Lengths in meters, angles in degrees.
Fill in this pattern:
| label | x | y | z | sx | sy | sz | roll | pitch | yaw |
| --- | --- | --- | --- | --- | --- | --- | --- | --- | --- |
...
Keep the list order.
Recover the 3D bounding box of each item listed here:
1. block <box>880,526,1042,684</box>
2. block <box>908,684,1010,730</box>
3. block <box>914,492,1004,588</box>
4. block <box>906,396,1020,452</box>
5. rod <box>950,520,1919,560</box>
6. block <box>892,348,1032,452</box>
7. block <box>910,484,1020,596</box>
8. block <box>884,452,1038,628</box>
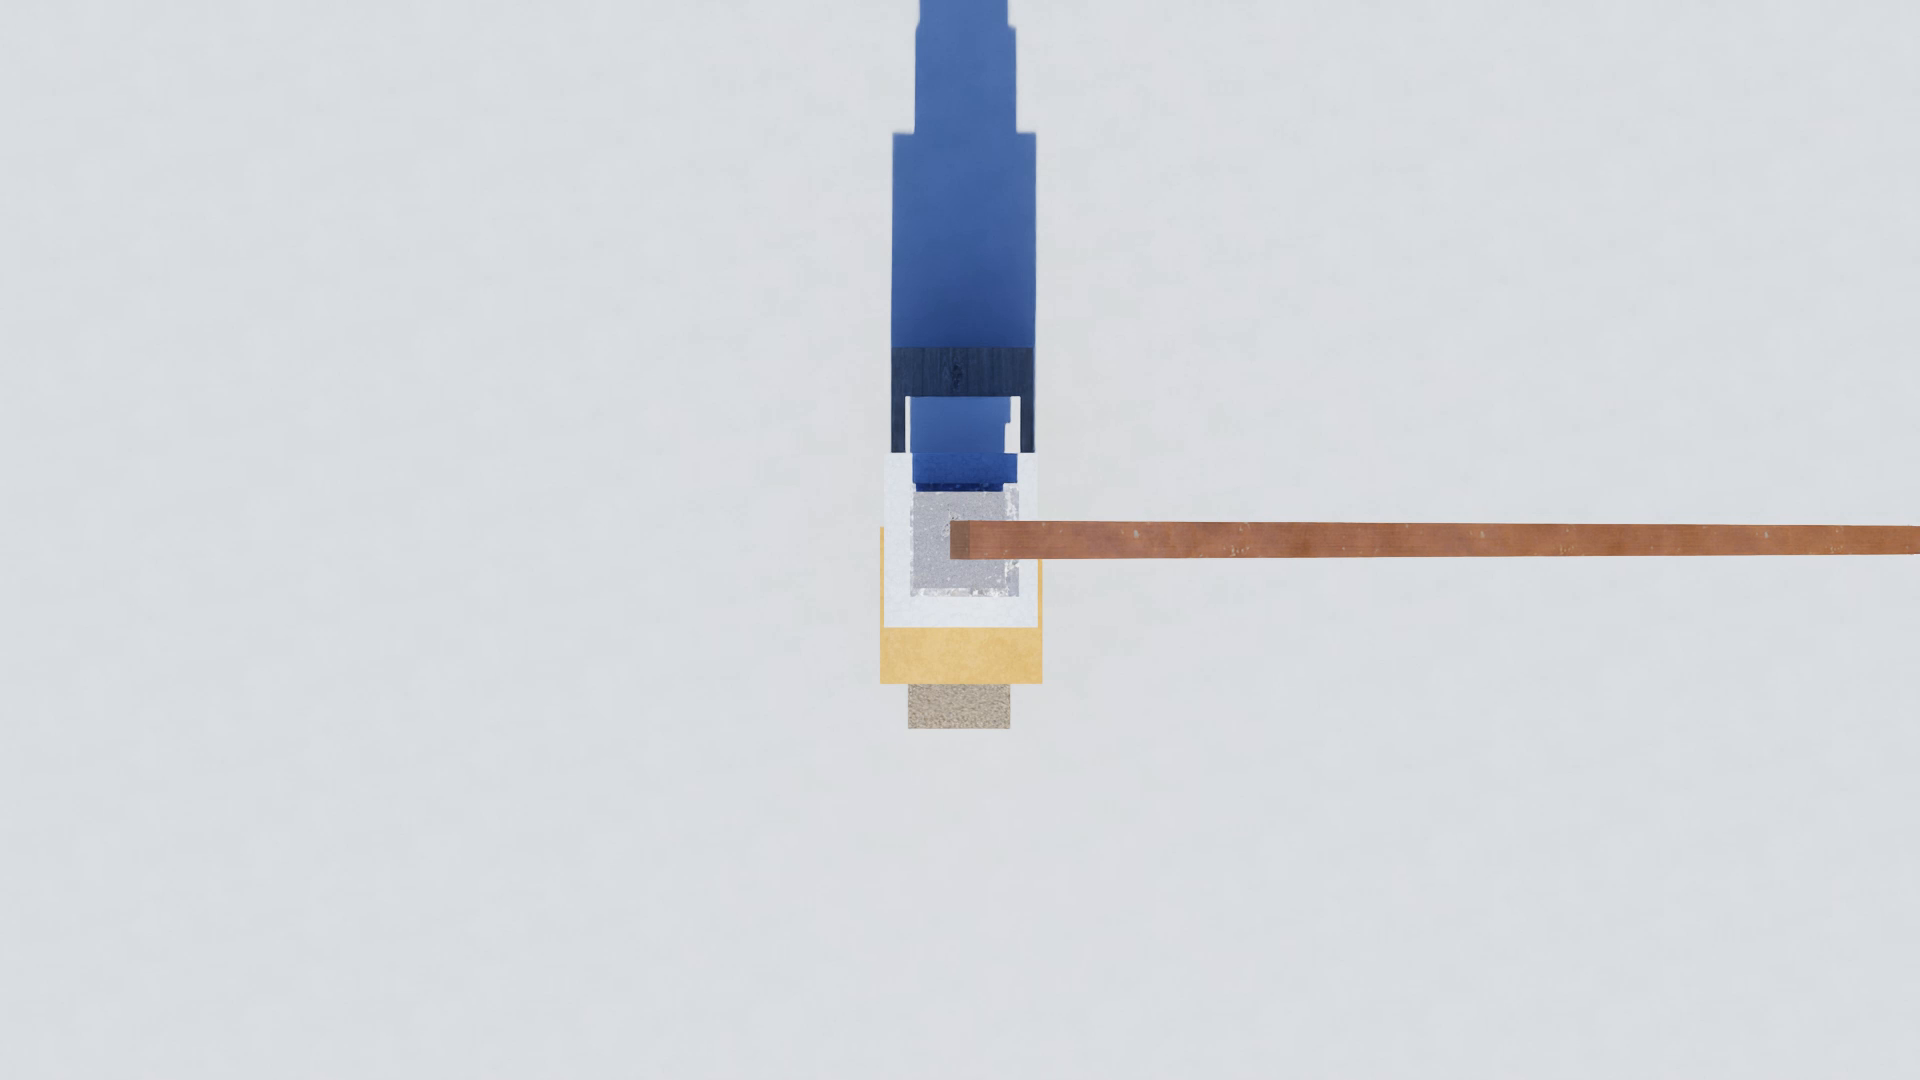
| label | x | y | z | sx | sy | sz | roll | pitch | yaw |
| --- | --- | --- | --- | --- | --- | --- | --- | --- | --- |
| block | 0.007 | 0.343 | 11.902 | 0.854 | 0.716 | 0.824 | 0 | 90 | 0 |
| block | -0.004 | 0.768 | 12.707 | 0.580 | 0.586 | 0.597 | 0 | 90 | 0 |
| block | -0.004 | 0.000 | 9.072 | 0.368 | 0.442 | 0.389 | 0 | 90 | 0 |
| block | 0.015 | -0.417 | 11.877 | 0.603 | 0.586 | 0.677 | 0 | 90 | 0 |
| rod | 2.234 | 0.000 | 5.841 | 5.200 | 0.080 | 0.080 | 0 | 90 | -31 |
| block | 0.012 | -0.661 | 12.585 | 0.783 | 0.830 | 0.811 | 0 | 90 | 0 |
| block | 0.019 | 0.000 | 9.504 | 0.461 | 0.421 | 0.480 | 0 | 90 | 0 |
| block | 0.004 | 0.000 | 10.077 | 0.677 | 0.724 | 0.769 | 0 | 90 | 0 |
